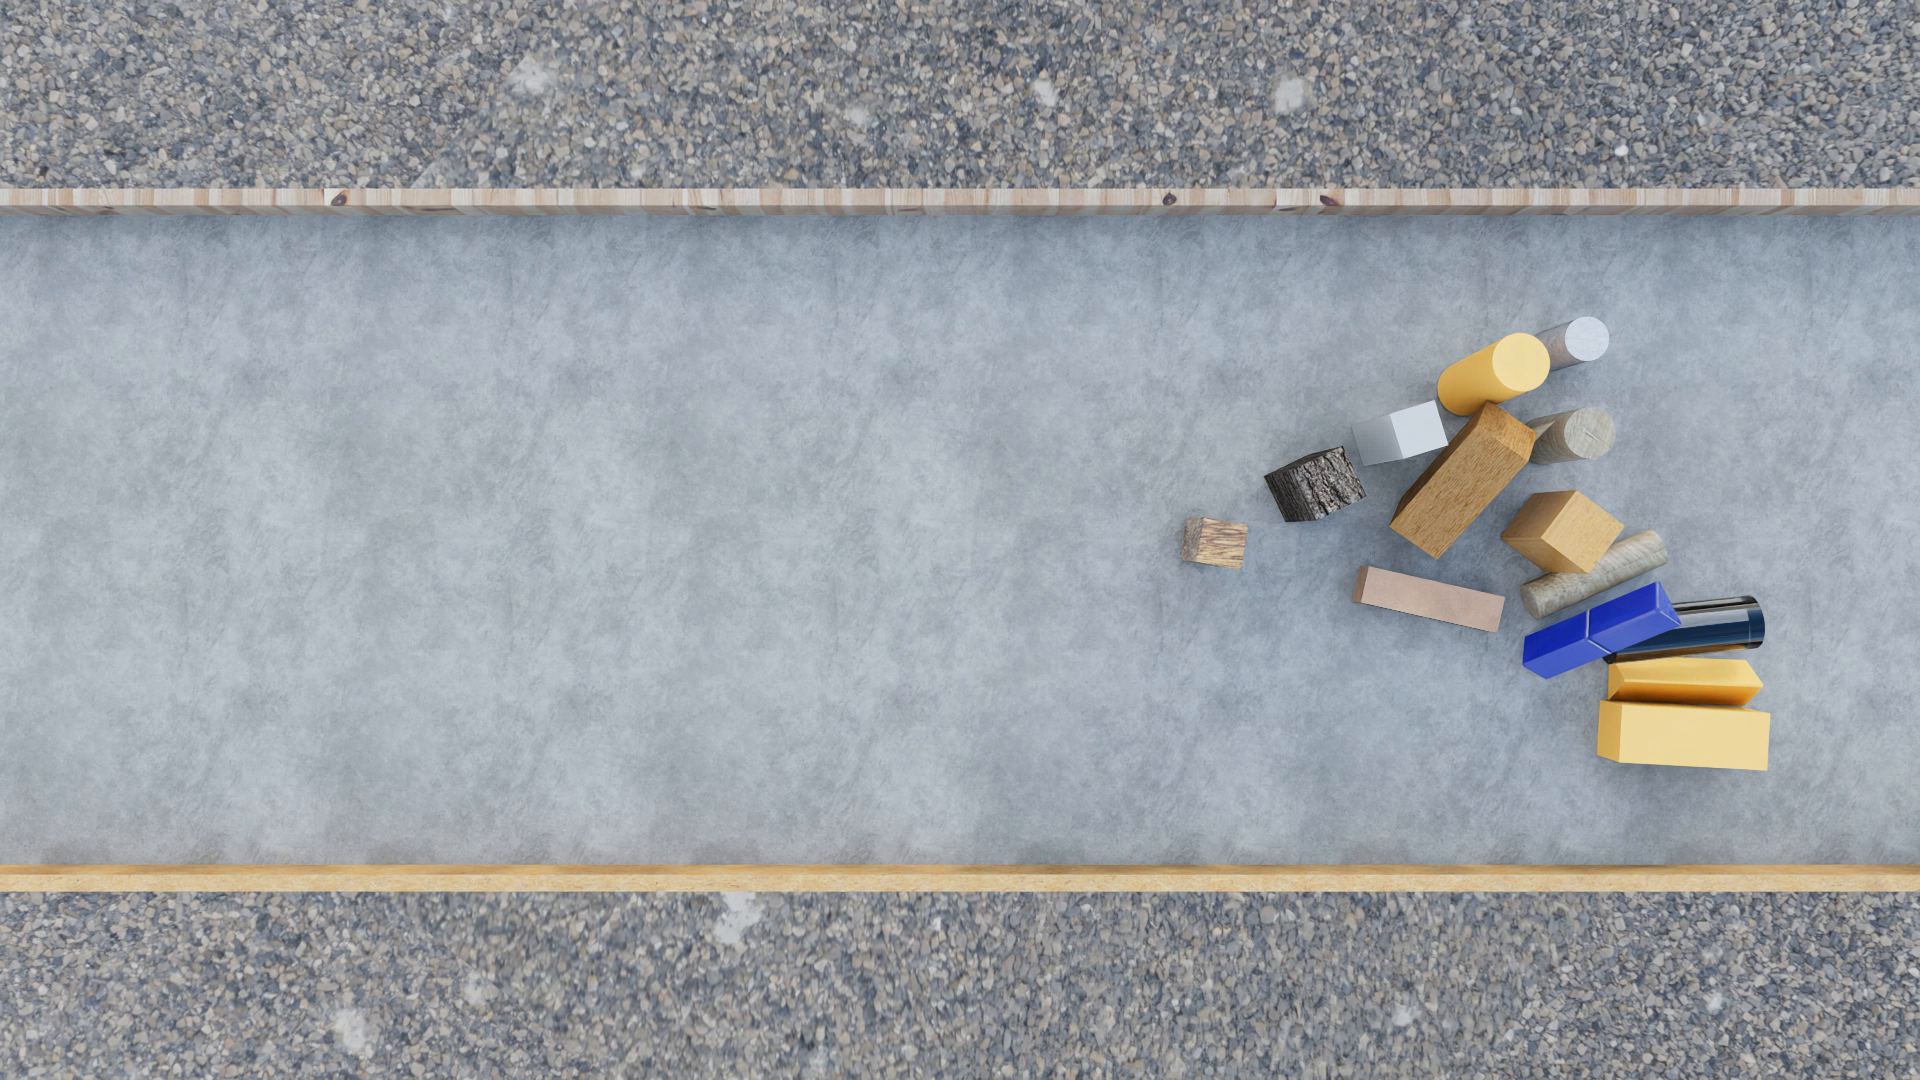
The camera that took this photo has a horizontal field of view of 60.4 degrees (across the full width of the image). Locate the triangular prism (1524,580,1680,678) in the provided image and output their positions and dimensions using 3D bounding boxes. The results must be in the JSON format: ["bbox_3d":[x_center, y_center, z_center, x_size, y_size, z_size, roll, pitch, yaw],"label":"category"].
[{"bbox_3d":[1.883,0.280,4.887,0.435,0.122,0.141,-31,79,36],"label":"triangular prism"}]

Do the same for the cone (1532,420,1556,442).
[{"bbox_3d":[1.628,-0.268,4.885,0.150,0.370,0.150,14,60,-24],"label":"cone"}]

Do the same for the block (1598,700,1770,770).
[{"bbox_3d":[2.186,0.588,4.991,0.441,0.170,0.170,3,90,0],"label":"block"}]

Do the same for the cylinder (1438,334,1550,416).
[{"bbox_3d":[1.562,-0.481,4.849,0.166,0.440,0.166,0,85,-3],"label":"cylinder"}]

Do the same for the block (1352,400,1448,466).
[{"bbox_3d":[1.286,-0.310,4.848,0.131,0.457,0.131,-17,90,0],"label":"block"}]

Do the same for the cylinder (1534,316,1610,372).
[{"bbox_3d":[1.814,-0.582,4.923,0.128,0.306,0.128,0,90,0],"label":"cylinder"}]

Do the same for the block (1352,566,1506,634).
[{"bbox_3d":[1.424,0.180,5.021,0.420,0.112,0.112,13,90,0],"label":"block"}]

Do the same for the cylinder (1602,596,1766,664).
[{"bbox_3d":[2.178,0.272,4.995,0.442,0.163,0.163,-6,90,0],"label":"cylinder"}]

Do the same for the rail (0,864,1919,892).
[{"bbox_3d":[-2.247,1.025,5.001,12.000,0.150,0.050,0,90,0],"label":"rail"}]

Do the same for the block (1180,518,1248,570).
[{"bbox_3d":[0.749,0.010,4.890,0.129,0.373,0.129,10,90,0],"label":"block"}]

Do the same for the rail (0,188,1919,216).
[{"bbox_3d":[-2.247,-1.025,5.002,12.000,0.150,0.050,0,90,0],"label":"rail"}]

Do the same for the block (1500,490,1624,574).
[{"bbox_3d":[1.782,-0.023,4.897,0.172,0.358,0.172,37,90,0],"label":"block"}]

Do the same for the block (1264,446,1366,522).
[{"bbox_3d":[1.039,-0.160,4.856,0.158,0.441,0.158,-26,90,0],"label":"block"}]

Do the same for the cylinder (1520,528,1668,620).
[{"bbox_3d":[1.926,0.105,5.018,0.424,0.118,0.118,-24,90,0],"label":"cylinder"}]

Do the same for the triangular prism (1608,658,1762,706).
[{"bbox_3d":[2.205,0.431,5.014,0.417,0.119,0.137,2,90,0],"label":"triangular prism"}]

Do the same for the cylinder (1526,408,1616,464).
[{"bbox_3d":[1.790,-0.305,4.882,0.147,0.390,0.147,0,90,0],"label":"cylinder"}]

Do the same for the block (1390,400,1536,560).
[{"bbox_3d":[1.480,-0.175,4.864,0.174,0.174,0.435,35,130,4],"label":"block"}]
